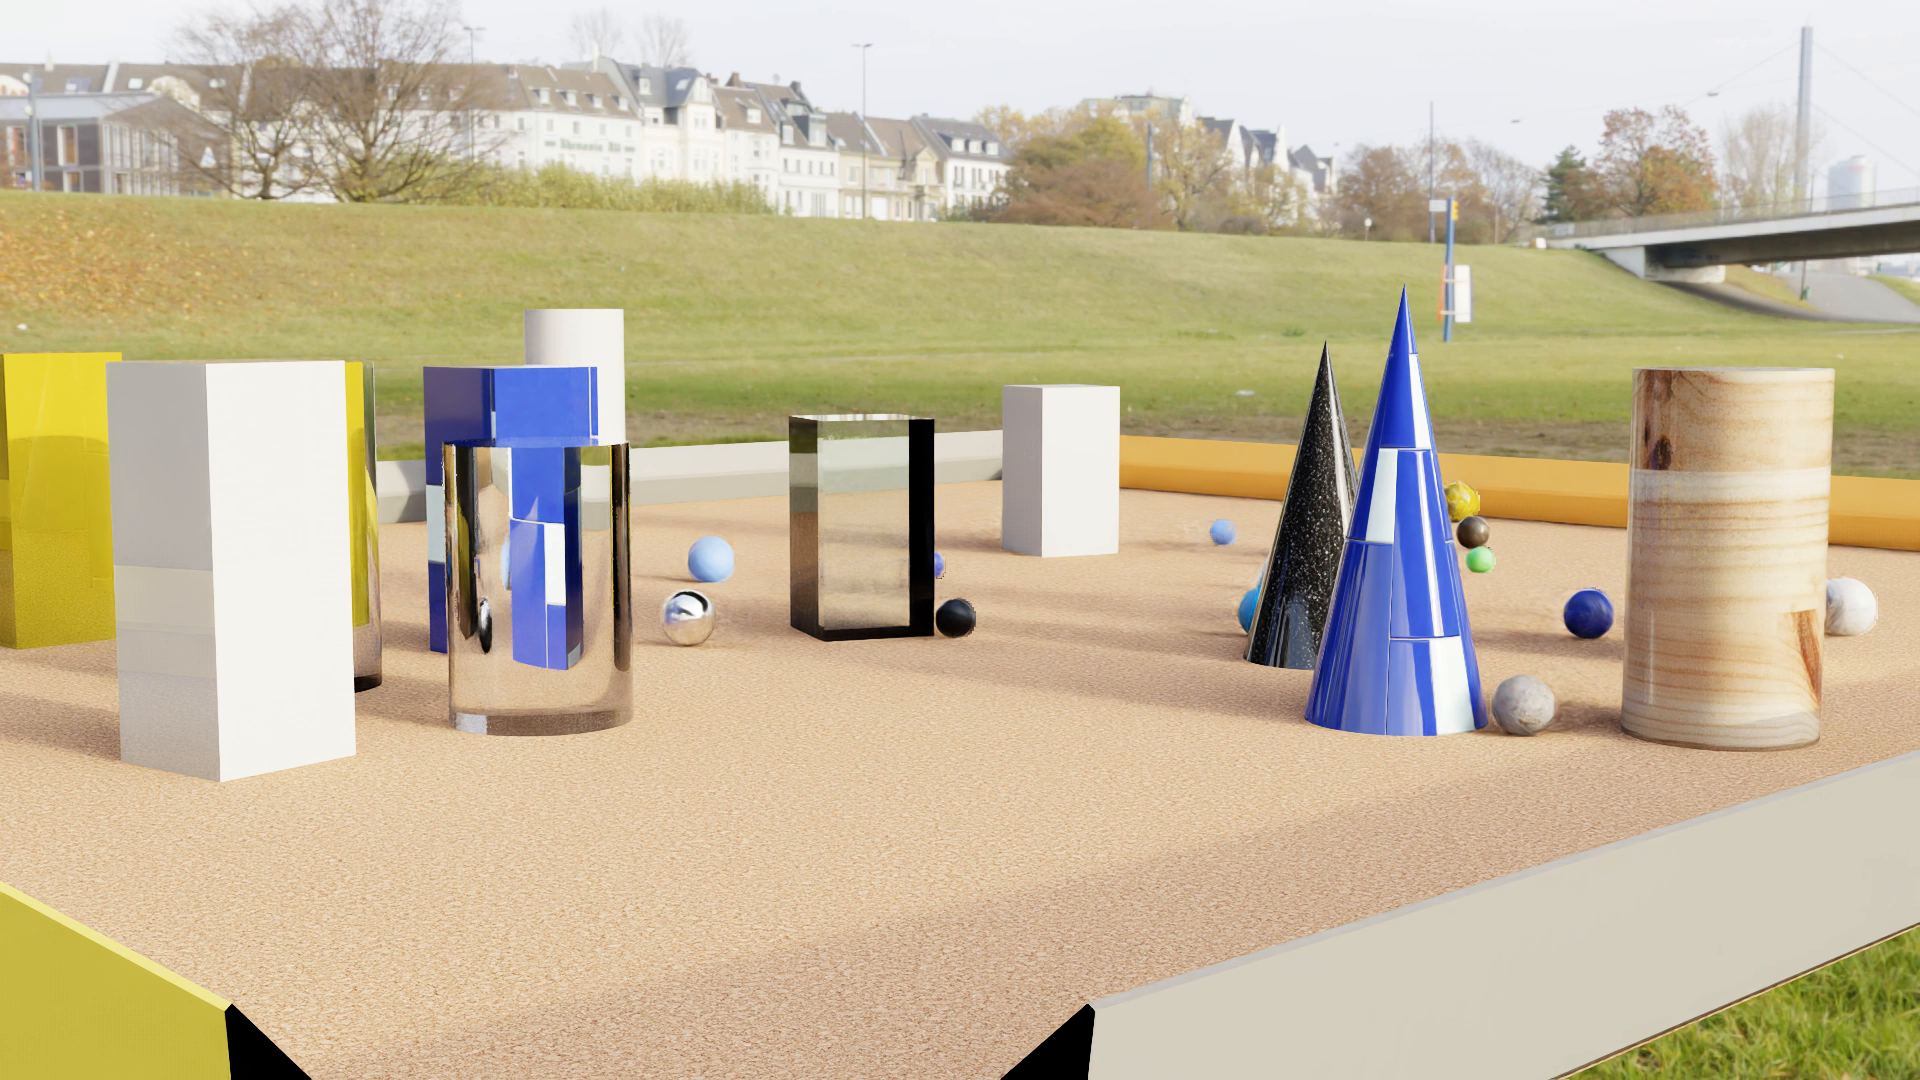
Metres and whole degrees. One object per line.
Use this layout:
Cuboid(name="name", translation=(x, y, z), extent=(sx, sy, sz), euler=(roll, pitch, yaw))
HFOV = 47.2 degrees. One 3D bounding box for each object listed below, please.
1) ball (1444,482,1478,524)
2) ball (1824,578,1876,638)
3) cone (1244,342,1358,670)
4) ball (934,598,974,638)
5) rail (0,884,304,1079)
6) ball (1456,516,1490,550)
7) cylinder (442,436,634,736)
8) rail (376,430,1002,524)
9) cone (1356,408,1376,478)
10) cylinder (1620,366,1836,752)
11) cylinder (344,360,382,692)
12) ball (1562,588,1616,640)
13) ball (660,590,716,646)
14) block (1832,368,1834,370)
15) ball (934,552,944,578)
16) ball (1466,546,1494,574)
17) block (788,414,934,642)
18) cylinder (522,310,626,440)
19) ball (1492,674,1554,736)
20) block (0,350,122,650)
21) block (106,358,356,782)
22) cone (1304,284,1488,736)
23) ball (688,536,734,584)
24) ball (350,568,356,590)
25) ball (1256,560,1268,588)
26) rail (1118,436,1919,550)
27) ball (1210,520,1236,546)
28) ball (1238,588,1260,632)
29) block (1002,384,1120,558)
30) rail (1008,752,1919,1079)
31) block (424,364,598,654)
Cuboid(name="ball", translation=(1.047, -0.078, 4.630), extent=(0.085, 0.085, 0.085), euler=(0, 6, 0))
Cuboid(name="ball", translation=(1.210, 0.092, 3.009), extent=(0.082, 0.082, 0.082), euler=(0, 6, 0))
Cuboid(name="cone", translation=(0.464, -0.052, 2.807), extent=(0.199, 0.410, 0.199), euler=(0, 6, 0))
Cuboid(name="ball", translation=(-0.007, 0.107, 3.003), extent=(0.053, 0.053, 0.053), euler=(0, 6, 0))
Cuboid(name="rail", translation=(-1.328, 0.161, 2.113), extent=(0.045, 0.129, 3.520), euler=(-5, 8, -42))
Cuboid(name="ball", translation=(0.960, -0.013, 4.116), extent=(0.062, 0.062, 0.062), euler=(0, 6, 0))
Cuboid(name="cylinder", translation=(-0.457, 0.045, 2.391), extent=(0.199, 0.303, 0.199), euler=(0, 6, 0))
Cuboid(name="rail", translation=(-1.177, -0.099, 4.601), extent=(3.663, 0.129, 0.045), euler=(-5, 8, -42))
Cuboid(name="cone", translation=(0.765, -0.159, 3.899), extent=(0.199, 0.397, 0.199), euler=(0, 6, 0))
Cuboid(name="cylinder", translation=(0.802, 0.013, 2.305), extent=(0.199, 0.385, 0.199), euler=(0, 6, 0))
Cuboid(name="cylinder", translation=(-0.792, -0.018, 2.604), extent=(0.199, 0.385, 0.199), euler=(0, 6, 0))
Cuboid(name="ball", translation=(0.854, 0.101, 2.988), extent=(0.069, 0.069, 0.069), euler=(0, 6, 0))
Cuboid(name="ball", translation=(-0.363, 0.104, 2.931), extent=(0.075, 0.075, 0.075), euler=(0, 6, 0))
Cuboid(name="block", translation=(1.004, -0.029, 2.771), extent=(0.159, 0.372, 0.159), euler=(3, 6, 24))
Cuboid(name="ball", translation=(-0.050, 0.042, 3.655), extent=(0.049, 0.049, 0.049), euler=(0, 6, 0))
Cuboid(name="ball", translation=(0.884, 0.034, 3.742), extent=(0.045, 0.045, 0.045), euler=(0, 6, 0))
Cuboid(name="block", translation=(-0.137, -0.021, 3.054), extent=(0.159, 0.298, 0.159), euler=(-2, 6, -21))
Cuboid(name="cylinder", translation=(-0.776, -0.240, 4.434), extent=(0.199, 0.448, 0.199), euler=(0, 6, 0))
Cuboid(name="ball", translation=(0.592, 0.174, 2.311), extent=(0.064, 0.064, 0.064), euler=(0, 6, 0))
Cuboid(name="block", translation=(-1.246, -0.060, 2.989), extent=(0.159, 0.389, 0.159), euler=(6, 8, 43))
Cuboid(name="block", translation=(-0.719, 0.022, 2.174), extent=(0.159, 0.395, 0.159), euler=(4, 7, 35))
Cuboid(name="cone", translation=(0.477, -0.040, 2.385), extent=(0.199, 0.475, 0.199), euler=(0, 6, 0))
Cuboid(name="ball", translation=(-0.409, 0.032, 3.609), extent=(0.078, 0.078, 0.078), euler=(0, 6, 0))
Cuboid(name="ball", translation=(-0.967, 0.063, 3.419), extent=(0.055, 0.055, 0.055), euler=(0, 6, 0))
Cuboid(name="ball", translation=(0.477, 0.066, 3.176), extent=(0.099, 0.099, 0.099), euler=(0, 6, 0))
Cuboid(name="rail", translation=(1.328, -0.093, 4.551), extent=(0.045, 0.129, 3.520), euler=(-5, 8, -42))
Cuboid(name="ball", translation=(0.500, -0.013, 4.182), extent=(0.049, 0.049, 0.049), euler=(0, 6, 0))
Cuboid(name="ball", translation=(0.414, 0.099, 2.988), extent=(0.072, 0.072, 0.072), euler=(0, 6, 0))
Cuboid(name="block", translation=(0.186, -0.132, 4.075), extent=(0.159, 0.306, 0.159), euler=(-3, 7, -26))
Cuboid(name="rail", translation=(1.177, 0.166, 2.063), extent=(3.663, 0.129, 0.045), euler=(-5, 8, -42))
Cuboid(name="block", translation=(-0.584, -0.040, 2.876), extent=(0.159, 0.373, 0.159), euler=(6, 8, 43))
